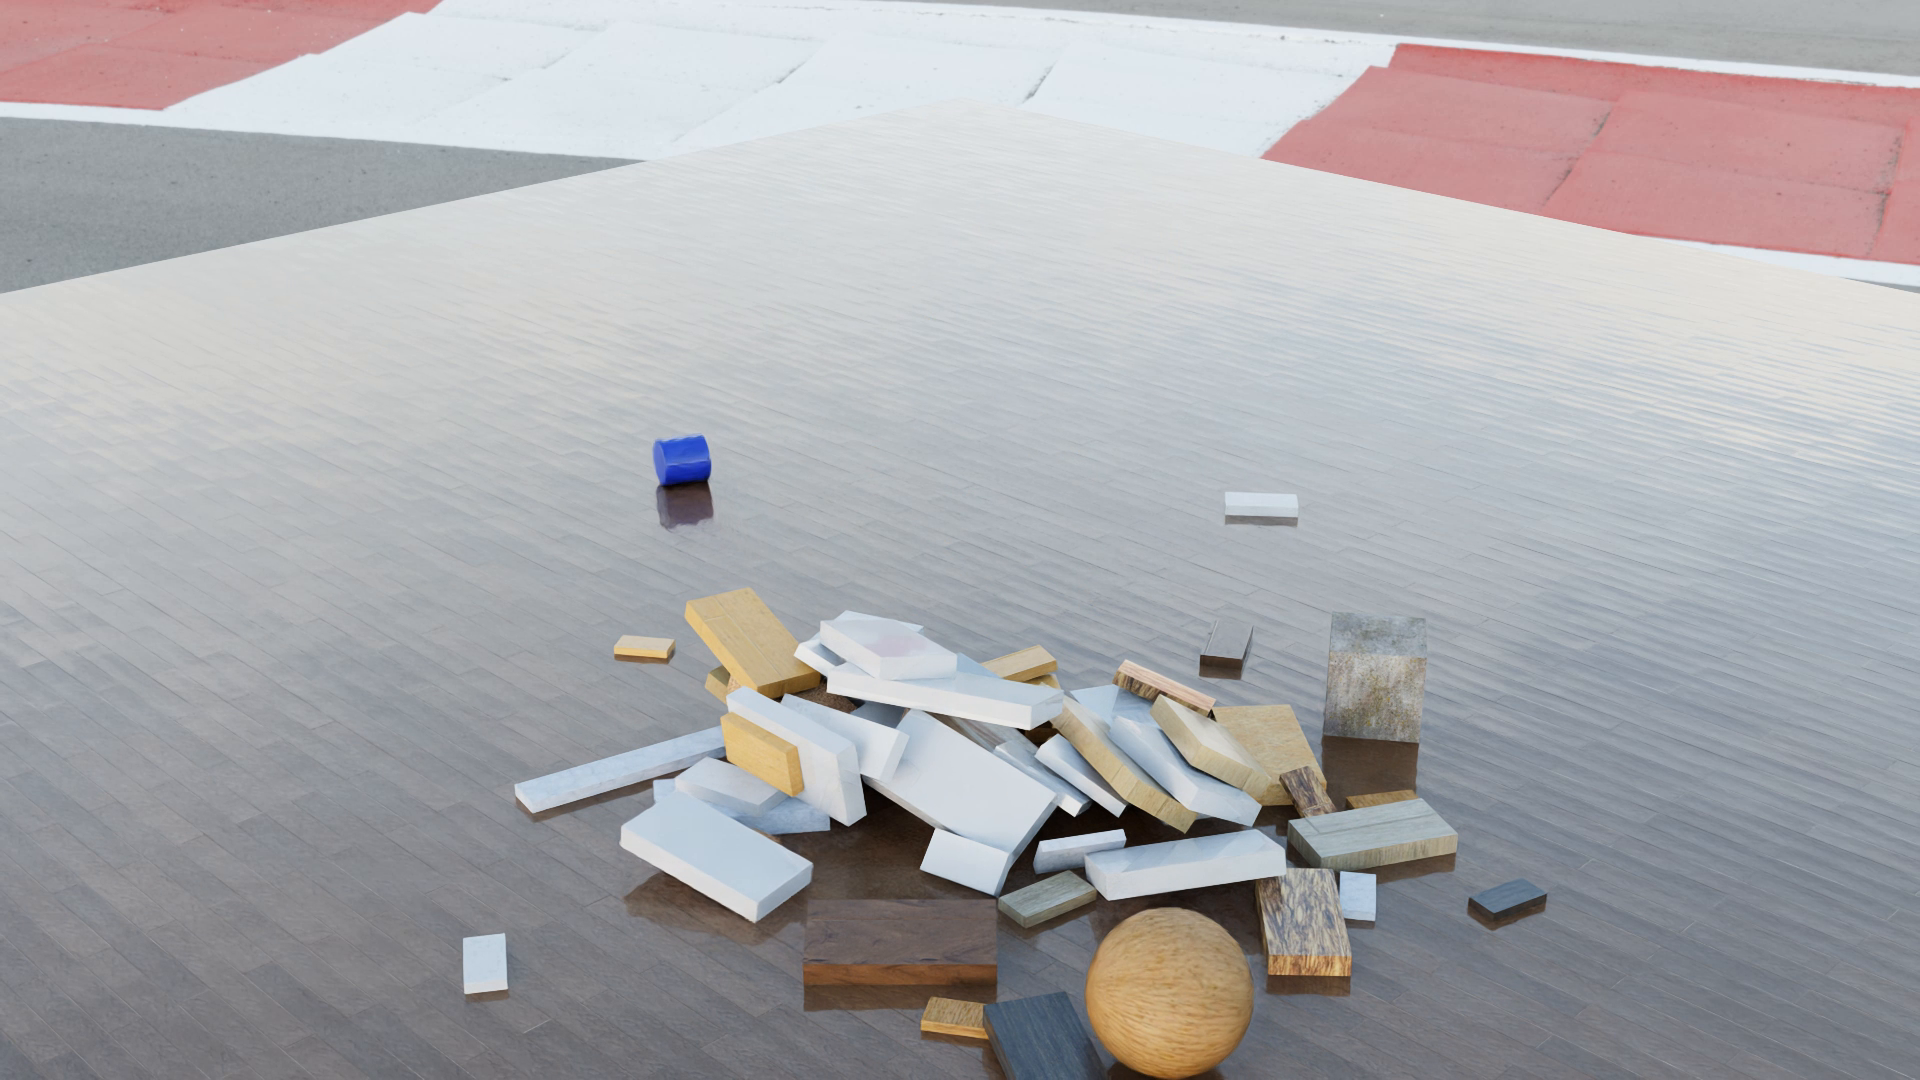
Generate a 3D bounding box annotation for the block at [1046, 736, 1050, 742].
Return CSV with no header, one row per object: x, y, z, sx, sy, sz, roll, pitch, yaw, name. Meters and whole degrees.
0.264,0.474,4.493,0.193,0.027,0.097,26,19,-14,block

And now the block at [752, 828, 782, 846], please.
-0.426,0.612,4.292,0.074,0.021,0.149,18,29,36,block

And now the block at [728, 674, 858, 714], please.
-0.325,0.359,4.657,0.313,0.044,0.157,37,41,23,block

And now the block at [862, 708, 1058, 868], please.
-0.002,0.487,4.324,0.351,0.050,0.175,30,66,23,block

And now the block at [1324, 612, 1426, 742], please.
0.906,0.297,4.800,0.203,0.203,0.203,4,23,9,block

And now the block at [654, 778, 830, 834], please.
-0.442,0.535,4.438,0.343,0.049,0.171,-4,23,-8,block

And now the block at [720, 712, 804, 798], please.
-0.398,0.429,4.413,0.030,0.104,0.209,-28,35,-35,block

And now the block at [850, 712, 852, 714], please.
-0.140,0.404,4.559,0.175,0.025,0.088,37,36,24,block

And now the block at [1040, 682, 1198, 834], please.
0.306,0.436,4.471,0.165,0.047,0.489,31,6,-28,block

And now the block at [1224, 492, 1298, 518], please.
0.815,-0.096,5.952,0.194,0.027,0.097,2,23,5,block

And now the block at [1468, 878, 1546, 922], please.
1.031,0.677,4.141,0.134,0.019,0.067,-13,26,-28,block

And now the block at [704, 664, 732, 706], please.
-0.378,0.358,4.710,0.313,0.044,0.157,36,40,22,block

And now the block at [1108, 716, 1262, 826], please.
0.446,0.461,4.401,0.165,0.047,0.329,18,12,-31,block

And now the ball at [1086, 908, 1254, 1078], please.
0.347,0.749,3.640,0.278,0.278,0.278,0,23,0,ball

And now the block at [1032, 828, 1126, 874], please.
0.230,0.600,4.237,0.168,0.084,0.024,-6,53,-15,block

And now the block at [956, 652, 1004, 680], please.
0.039,0.327,4.862,0.185,0.026,0.093,30,60,32,block

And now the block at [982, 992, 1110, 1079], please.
0.150,0.866,3.636,0.147,0.042,0.294,-7,28,-15,block

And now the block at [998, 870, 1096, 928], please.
0.165,0.675,4.139,0.168,0.024,0.084,-16,28,-33,block

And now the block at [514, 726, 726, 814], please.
-0.689,0.477,4.606,0.480,0.025,0.088,-14,27,-30,block

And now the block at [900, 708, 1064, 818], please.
0.061,0.438,4.469,0.351,0.050,0.175,39,36,22,block

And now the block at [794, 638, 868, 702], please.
-0.238,0.278,4.640,0.209,0.030,0.104,31,15,17,block

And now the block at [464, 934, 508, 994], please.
-0.852,0.759,3.945,0.074,0.021,0.149,-5,23,-11,block

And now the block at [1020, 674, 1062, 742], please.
0.177,0.370,4.850,0.109,0.031,0.259,-3,23,-7,block

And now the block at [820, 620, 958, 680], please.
-0.152,0.226,4.565,0.167,0.047,0.335,0,11,-25,block

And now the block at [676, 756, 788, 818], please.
-0.458,0.497,4.428,0.209,0.030,0.104,14,27,29,block

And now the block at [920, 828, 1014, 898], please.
0.013,0.617,4.205,0.168,0.084,0.024,15,-14,31,block

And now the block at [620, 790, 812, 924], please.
-0.467,0.602,4.210,0.335,0.047,0.167,24,32,26,block

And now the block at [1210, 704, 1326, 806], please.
0.646,0.451,4.636,0.173,0.049,0.346,-2,23,-4,block

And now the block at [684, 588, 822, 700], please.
-0.445,0.222,4.711,0.157,0.044,0.313,-13,41,-33,block

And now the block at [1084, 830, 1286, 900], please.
0.425,0.614,4.168,0.346,0.049,0.173,-7,6,-9,block

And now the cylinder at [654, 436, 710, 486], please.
-0.773,-0.222,6.121,0.128,0.128,0.128,-7,24,-21,cylinder

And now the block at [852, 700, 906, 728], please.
-0.057,0.445,4.477,0.351,0.050,0.175,35,35,17,block

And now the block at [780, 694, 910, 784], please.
-0.250,0.396,4.417,0.029,0.103,0.406,30,-11,-37,block

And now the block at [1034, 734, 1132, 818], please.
0.256,0.470,4.401,0.206,0.029,0.103,35,19,13,block

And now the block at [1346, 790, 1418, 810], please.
0.863,0.540,4.462,0.143,0.020,0.072,-5,23,-11,block

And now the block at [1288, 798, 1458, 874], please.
0.812,0.584,4.332,0.294,0.042,0.147,-7,24,-16,block

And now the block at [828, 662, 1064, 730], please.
-0.030,0.305,4.438,0.448,0.047,0.167,9,11,24,block

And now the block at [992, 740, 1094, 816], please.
0.166,0.473,4.378,0.206,0.029,0.103,33,12,15,block

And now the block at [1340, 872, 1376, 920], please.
0.750,0.672,4.153,0.067,0.019,0.134,4,23,9,block

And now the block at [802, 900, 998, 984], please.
-0.106,0.723,3.961,0.343,0.049,0.171,0,32,0,block

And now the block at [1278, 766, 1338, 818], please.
0.705,0.520,4.435,0.067,0.019,0.134,-15,50,-16,block

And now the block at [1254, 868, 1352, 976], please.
0.630,0.701,4.055,0.147,0.042,0.294,1,23,2,block

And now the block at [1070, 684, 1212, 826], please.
0.407,0.442,4.656,0.173,0.049,0.525,-7,24,-17,block

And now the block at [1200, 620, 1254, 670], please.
0.625,0.245,5.149,0.097,0.027,0.193,6,24,13,block

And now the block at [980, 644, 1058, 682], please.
0.116,0.292,4.956,0.185,0.026,0.093,-17,25,-17,block

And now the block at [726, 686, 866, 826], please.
-0.329,0.429,4.398,0.049,0.171,0.343,-30,36,-34,block

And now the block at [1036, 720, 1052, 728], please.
0.113,0.365,4.764,0.185,0.026,0.093,0,37,12,block

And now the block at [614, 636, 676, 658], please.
-0.738,0.249,5.150,0.128,0.018,0.064,4,23,10,block

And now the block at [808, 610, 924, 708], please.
-0.208,0.296,4.817,0.193,0.193,0.193,11,25,23,block

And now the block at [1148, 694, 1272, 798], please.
0.508,0.419,4.497,0.165,0.047,0.329,27,8,-15,block

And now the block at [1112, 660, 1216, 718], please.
0.448,0.332,4.826,0.219,0.031,0.109,24,15,10,block

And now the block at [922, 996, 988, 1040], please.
0.030,0.827,3.786,0.183,0.020,0.072,5,24,12,block
